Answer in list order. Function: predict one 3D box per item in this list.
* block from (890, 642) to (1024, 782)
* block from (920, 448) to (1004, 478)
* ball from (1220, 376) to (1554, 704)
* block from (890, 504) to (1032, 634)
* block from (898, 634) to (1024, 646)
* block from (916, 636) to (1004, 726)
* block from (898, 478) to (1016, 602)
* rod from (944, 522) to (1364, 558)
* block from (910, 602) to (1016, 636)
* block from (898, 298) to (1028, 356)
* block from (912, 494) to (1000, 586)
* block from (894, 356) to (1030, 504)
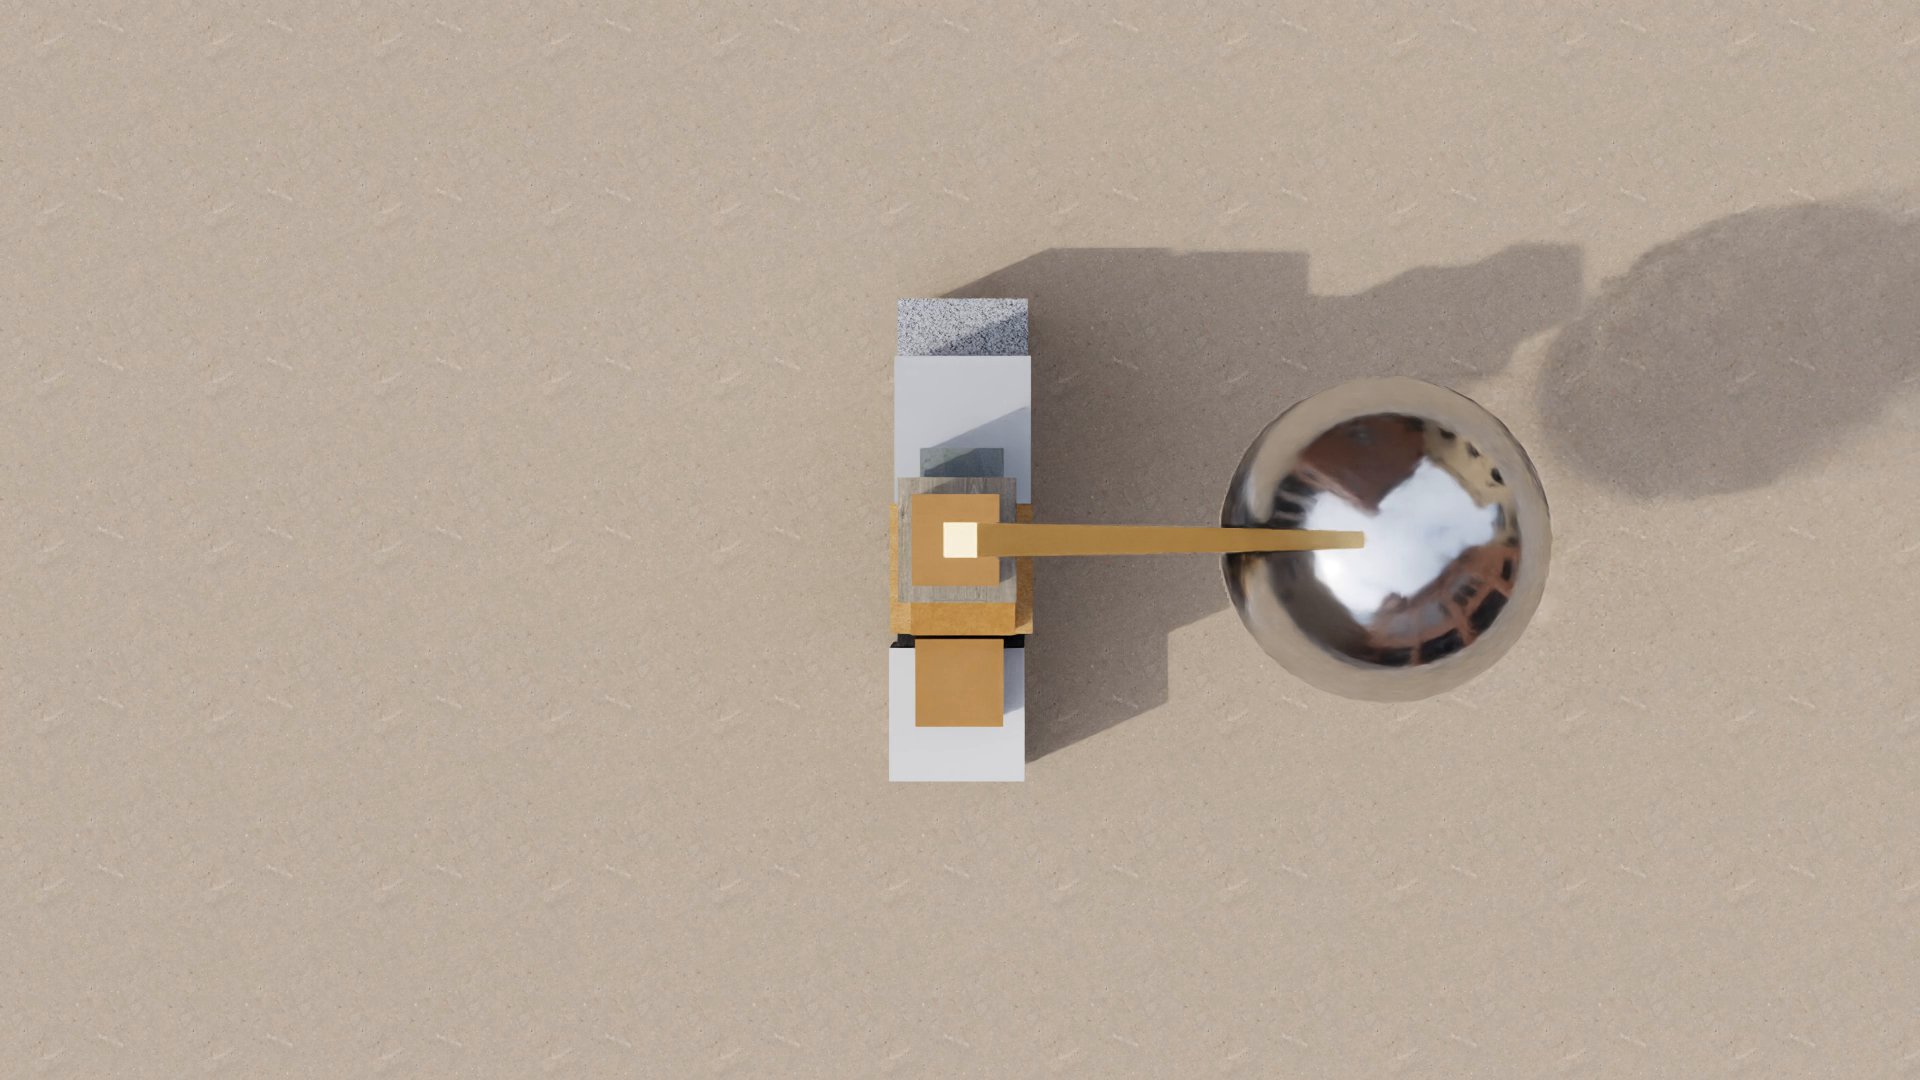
[{"bbox_3d":[-0.017,0.972,12.614,0.752,0.772,0.741,0,90,0],"label":"block"},{"bbox_3d":[0.009,-0.248,11.264,0.421,0.483,0.430,0,90,0],"label":"block"},{"bbox_3d":[2.074,0.000,10.759,1.600,1.600,1.600,0,90,0],"label":"ball"},{"bbox_3d":[0.007,0.150,11.867,0.749,0.676,0.682,0,90,0],"label":"block"},{"bbox_3d":[0.005,0.241,12.602,0.706,0.795,0.702,0,90,0],"label":"block"},{"bbox_3d":[-0.003,0.753,11.995,0.473,0.438,0.473,0,94,0],"label":"block"},{"bbox_3d":[-0.013,0.001,10.628,0.559,0.583,0.590,0,90,0],"label":"block"},{"bbox_3d":[0.899,0.000,7.569,0.080,5.200,0.080,0,90,20],"label":"rod"},{"bbox_3d":[0.015,0.220,11.224,0.518,0.609,0.505,0,90,0],"label":"block"},{"bbox_3d":[0.016,-0.987,12.611,0.723,0.777,0.711,0,90,0],"label":"block"},{"bbox_3d":[-0.020,0.001,10.109,0.394,0.454,0.413,0,90,0],"label":"block"},{"bbox_3d":[0.014,-0.582,11.863,0.713,0.721,0.772,0,91,0],"label":"block"}]
